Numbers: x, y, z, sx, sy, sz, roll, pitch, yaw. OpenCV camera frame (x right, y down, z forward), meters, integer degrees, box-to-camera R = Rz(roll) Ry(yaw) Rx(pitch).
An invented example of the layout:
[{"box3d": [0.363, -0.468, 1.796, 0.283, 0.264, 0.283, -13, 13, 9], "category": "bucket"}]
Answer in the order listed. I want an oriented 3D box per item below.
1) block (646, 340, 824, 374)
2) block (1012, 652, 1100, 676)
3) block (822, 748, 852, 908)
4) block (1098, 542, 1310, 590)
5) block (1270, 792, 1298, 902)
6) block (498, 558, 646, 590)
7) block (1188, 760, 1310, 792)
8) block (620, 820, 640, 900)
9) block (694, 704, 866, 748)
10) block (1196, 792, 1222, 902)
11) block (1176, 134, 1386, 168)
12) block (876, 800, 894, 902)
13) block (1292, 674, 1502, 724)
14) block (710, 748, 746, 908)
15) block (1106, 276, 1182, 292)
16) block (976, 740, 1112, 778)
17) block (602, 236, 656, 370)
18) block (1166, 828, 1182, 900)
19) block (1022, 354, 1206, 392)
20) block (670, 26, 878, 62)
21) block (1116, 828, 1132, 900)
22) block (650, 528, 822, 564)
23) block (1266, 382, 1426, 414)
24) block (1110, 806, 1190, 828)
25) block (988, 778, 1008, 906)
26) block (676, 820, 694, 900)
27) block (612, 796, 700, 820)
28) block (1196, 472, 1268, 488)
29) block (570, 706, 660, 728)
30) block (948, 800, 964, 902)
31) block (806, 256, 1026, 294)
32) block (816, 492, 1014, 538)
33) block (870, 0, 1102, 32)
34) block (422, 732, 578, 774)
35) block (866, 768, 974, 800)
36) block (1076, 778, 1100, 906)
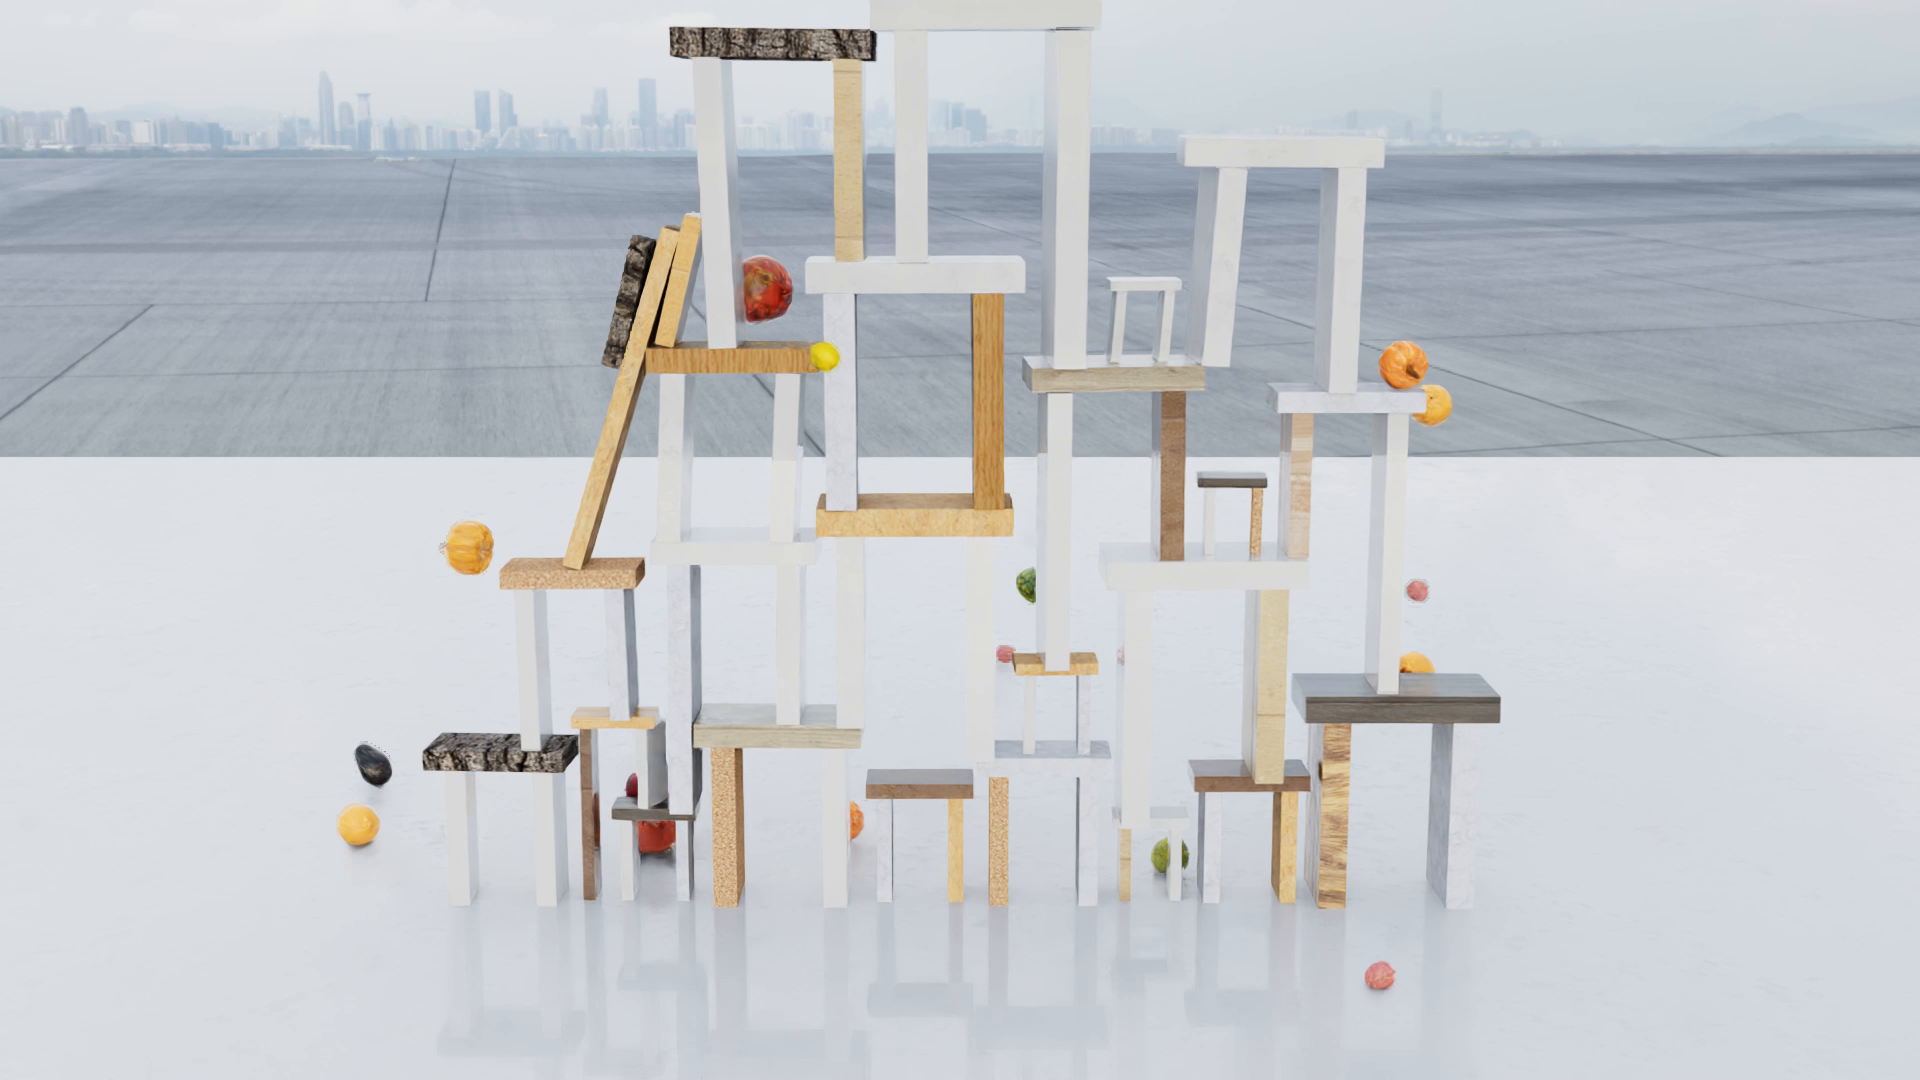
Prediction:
[{"box3d": [-0.357, -0.292, 3.501, 0.268, 0.038, 0.134, 0, 11, 0], "category": "block"}, {"box3d": [0.156, 0.202, 3.585, 0.135, 0.019, 0.068, 0, 13, -2], "category": "block"}, {"box3d": [-0.204, 0.457, 3.645, 0.038, 0.270, 0.135, 0, 11, 0], "category": "block"}, {"box3d": [0.391, 0.041, 3.554, 0.320, 0.045, 0.160, 0, 12, -1], "category": "block"}, {"box3d": [0.539, 0.495, 3.656, 0.027, 0.190, 0.095, 0, 11, 0], "category": "block"}, {"box3d": [-0.628, 0.054, 3.570, 0.218, 0.031, 0.109, 0, 10, 0], "category": "block"}, {"box3d": [0.477, 0.389, 3.634, 0.190, 0.027, 0.095, 0, 11, -1], "category": "block"}, {"box3d": [-0.549, 0.522, 3.657, 0.020, 0.138, 0.069, 0, 11, 0], "category": "block"}, {"box3d": [-0.294, 0.305, 3.616, 0.270, 0.038, 0.135, 0, 11, 1], "category": "block"}, {"box3d": [0.414, 0.496, 3.653, 0.027, 0.190, 0.095, 0, 11, -1], "category": "block"}, {"box3d": [0.496, -0.607, 3.431, 0.304, 0.043, 0.152, 1, 12, 0], "category": "block"}, {"box3d": [-0.125, 0.502, 3.657, 0.025, 0.176, 0.088, 0, 11, 0], "category": "block"}, {"box3d": [0.713, 0.259, 3.612, 0.313, 0.044, 0.157, 0, 11, 0], "category": "block"}, {"box3d": [-0.384, 0.457, 3.646, 0.038, 0.270, 0.135, 0, 11, 0], "category": "block"}, {"box3d": [0.289, -0.404, 3.463, 0.112, 0.016, 0.056, -1, 13, -4], "category": "block"}, {"box3d": [0.137, 0.360, 3.621, 0.220, 0.031, 0.110, 0, 11, 0], "category": "block"}, {"box3d": [-0.524, -0.378, 3.488, 0.029, 0.207, 0.104, 14, 8, -4], "category": "block"}, {"box3d": [0.356, 0.529, 3.654, 0.018, 0.125, 0.063, 0, 11, 0], "category": "block"}, {"box3d": [0.241, -0.264, 3.480, 0.271, 0.038, 0.135, -1, 13, -5], "category": "block"}, {"box3d": [-0.287, -0.770, 3.417, 0.307, 0.043, 0.153, 1, 11, 2], "category": "block"}, {"box3d": [0.273, 0.529, 3.654, 0.018, 0.125, 0.063, 0, 11, -1], "category": "block"}, {"box3d": [-0.360, 0.009, 3.563, 0.263, 0.037, 0.131, 0, 11, 1], "category": "block"}, {"box3d": [0.615, -0.227, 3.507, 0.233, 0.033, 0.117, 0, 12, -1], "category": "block"}, {"box3d": [0.314, 0.459, 3.638, 0.125, 0.018, 0.063, 0, 12, 0], "category": "block"}, {"box3d": [0.064, 0.483, 3.644, 0.031, 0.220, 0.110, 0, 11, 0], "category": "block"}, {"box3d": [-0.457, 0.522, 3.656, 0.020, 0.138, 0.069, 0, 11, 1], "category": "block"}, {"box3d": [-0.503, 0.444, 3.642, 0.138, 0.020, 0.069, 1, 11, 0], "category": "block"}, {"box3d": [0.436, -0.097, 3.525, 0.110, 0.016, 0.055, 1, 12, 3], "category": "block"}, {"box3d": [-0.567, 0.292, 3.618, 0.135, 0.019, 0.068, 0, 10, 0], "category": "block"}, {"box3d": [-0.007, 0.502, 3.657, 0.025, 0.176, 0.088, 0, 11, 0], "category": "block"}, {"box3d": [-0.071, -0.420, 3.474, 0.339, 0.048, 0.170, 0, 11, -2], "category": "block"}, {"box3d": [-0.072, -0.041, 3.547, 0.312, 0.044, 0.156, 0, 11, -1], "category": "block"}, {"box3d": [0.042, -0.810, 3.385, 0.348, 0.049, 0.174, 0, 12, 3], "category": "block"}, {"box3d": [-0.754, 0.349, 3.618, 0.230, 0.033, 0.115, 1, 11, 3], "category": "block"}, {"box3d": [-0.066, 0.403, 3.639, 0.176, 0.025, 0.088, 0, 11, 0], "category": "block"}, {"box3d": [0.210, 0.483, 3.644, 0.031, 0.220, 0.110, 0, 11, 0], "category": "block"}]
